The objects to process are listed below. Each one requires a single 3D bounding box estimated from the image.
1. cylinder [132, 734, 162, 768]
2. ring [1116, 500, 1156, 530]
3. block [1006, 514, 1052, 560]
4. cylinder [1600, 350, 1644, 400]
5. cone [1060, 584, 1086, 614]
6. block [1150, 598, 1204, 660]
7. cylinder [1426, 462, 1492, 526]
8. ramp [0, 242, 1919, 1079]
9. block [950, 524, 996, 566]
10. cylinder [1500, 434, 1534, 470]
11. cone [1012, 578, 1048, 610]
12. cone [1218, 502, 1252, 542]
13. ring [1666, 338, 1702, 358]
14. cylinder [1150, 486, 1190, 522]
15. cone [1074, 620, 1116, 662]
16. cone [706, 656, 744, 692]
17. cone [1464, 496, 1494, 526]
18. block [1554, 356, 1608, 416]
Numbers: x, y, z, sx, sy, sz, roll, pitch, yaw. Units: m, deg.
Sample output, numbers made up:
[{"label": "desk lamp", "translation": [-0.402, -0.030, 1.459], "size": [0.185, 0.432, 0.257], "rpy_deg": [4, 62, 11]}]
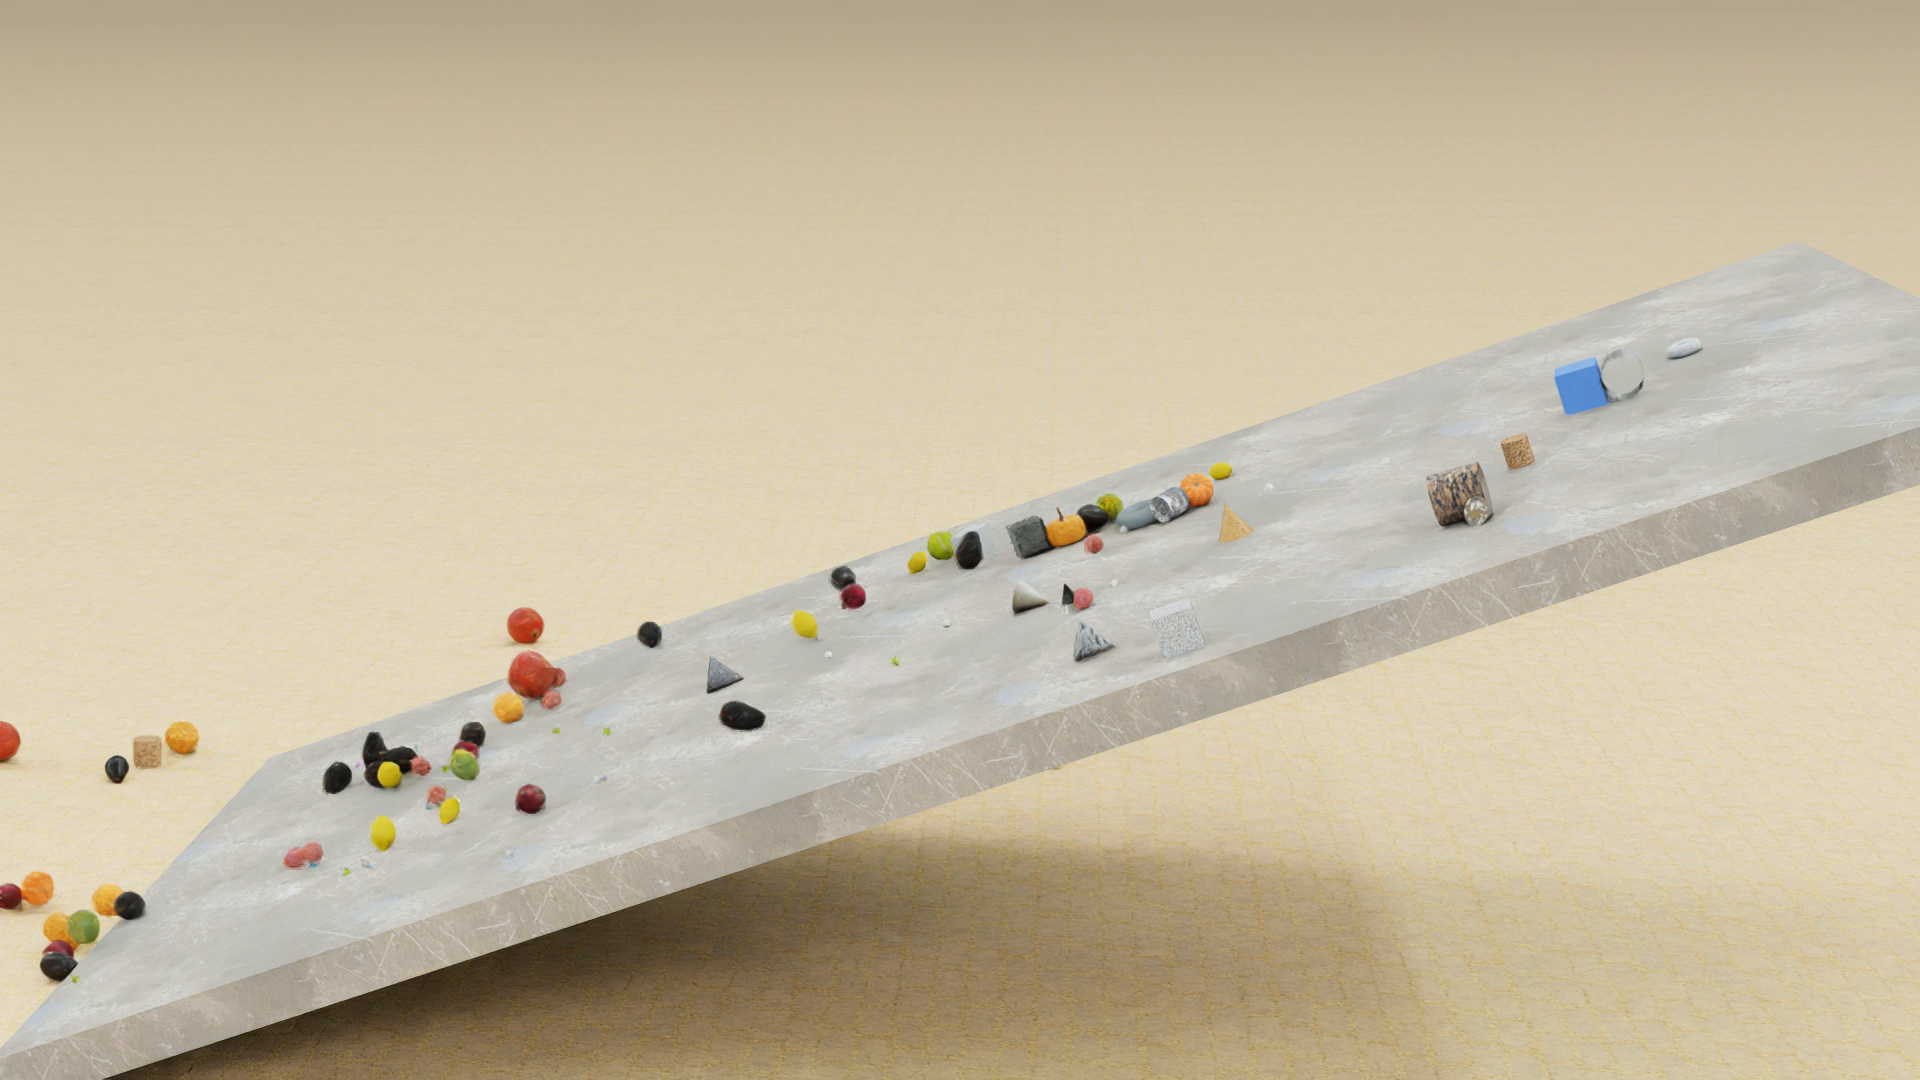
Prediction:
[{"label": "cylinder", "translation": [-2.137, 0.556, 7.736], "size": [0.071, 0.071, 0.071], "rpy_deg": [0, 12, 0]}, {"label": "ring", "translation": [0.405, -0.057, 6.567], "size": [0.118, 0.039, 0.118], "rpy_deg": [-20, 12, 4]}, {"label": "block", "translation": [0.157, -0.006, 6.661], "size": [0.073, 0.073, 0.073], "rpy_deg": [-21, 11, -8]}, {"label": "cylinder", "translation": [1.382, -0.346, 6.136], "size": [0.088, 0.088, 0.088], "rpy_deg": [3, 16, 12]}, {"label": "cone", "translation": [0.222, 0.114, 6.009], "size": [0.057, 0.057, 0.057], "rpy_deg": [-19, 11, 4]}, {"label": "block", "translation": [0.400, 0.162, 5.413], "size": [0.077, 0.077, 0.077], "rpy_deg": [-19, 11, 6]}, {"label": "cylinder", "translation": [0.952, -0.088, 5.606], "size": [0.100, 0.100, 0.100], "rpy_deg": [-16, 8, 17]}, {"label": "ramp", "translation": [0.110, 0.179, 6.302], "size": [4.000, 0.100, 2.000], "rpy_deg": [-19, 11, 6]}, {"label": "block", "translation": [0.030, 0.011, 6.809], "size": [0.069, 0.069, 0.069], "rpy_deg": [-14, 12, 27]}, {"label": "cylinder", "translation": [1.113, -0.177, 5.870], "size": [0.055, 0.055, 0.055], "rpy_deg": [-19, 11, 4]}, {"label": "cone", "translation": [0.155, 0.124, 6.144], "size": [0.072, 0.072, 0.072], "rpy_deg": [19, 18, 19]}, {"label": "cone", "translation": [0.564, -0.044, 6.131], "size": [0.075, 0.075, 0.075], "rpy_deg": [-19, 11, 4]}, {"label": "ring", "translation": [1.555, -0.412, 6.320], "size": [0.077, 0.026, 0.077], "rpy_deg": [-20, 10, 4]}, {"label": "cylinder", "translation": [0.464, -0.079, 6.507], "size": [0.061, 0.061, 0.061], "rpy_deg": [12, 31, 44]}, {"label": "cone", "translation": [0.260, 0.197, 5.599], "size": [0.077, 0.077, 0.077], "rpy_deg": [7, 12, -3]}, {"label": "cone", "translation": [-0.511, 0.299, 6.444], "size": [0.082, 0.082, 0.082], "rpy_deg": [6, 12, -6]}, {"label": "cone", "translation": [0.992, -0.052, 5.553], "size": [0.057, 0.057, 0.057], "rpy_deg": [6, 5, -42]}, {"label": "block", "translation": [1.301, -0.322, 6.161], "size": [0.088, 0.088, 0.088], "rpy_deg": [-16, 11, 17]}]
